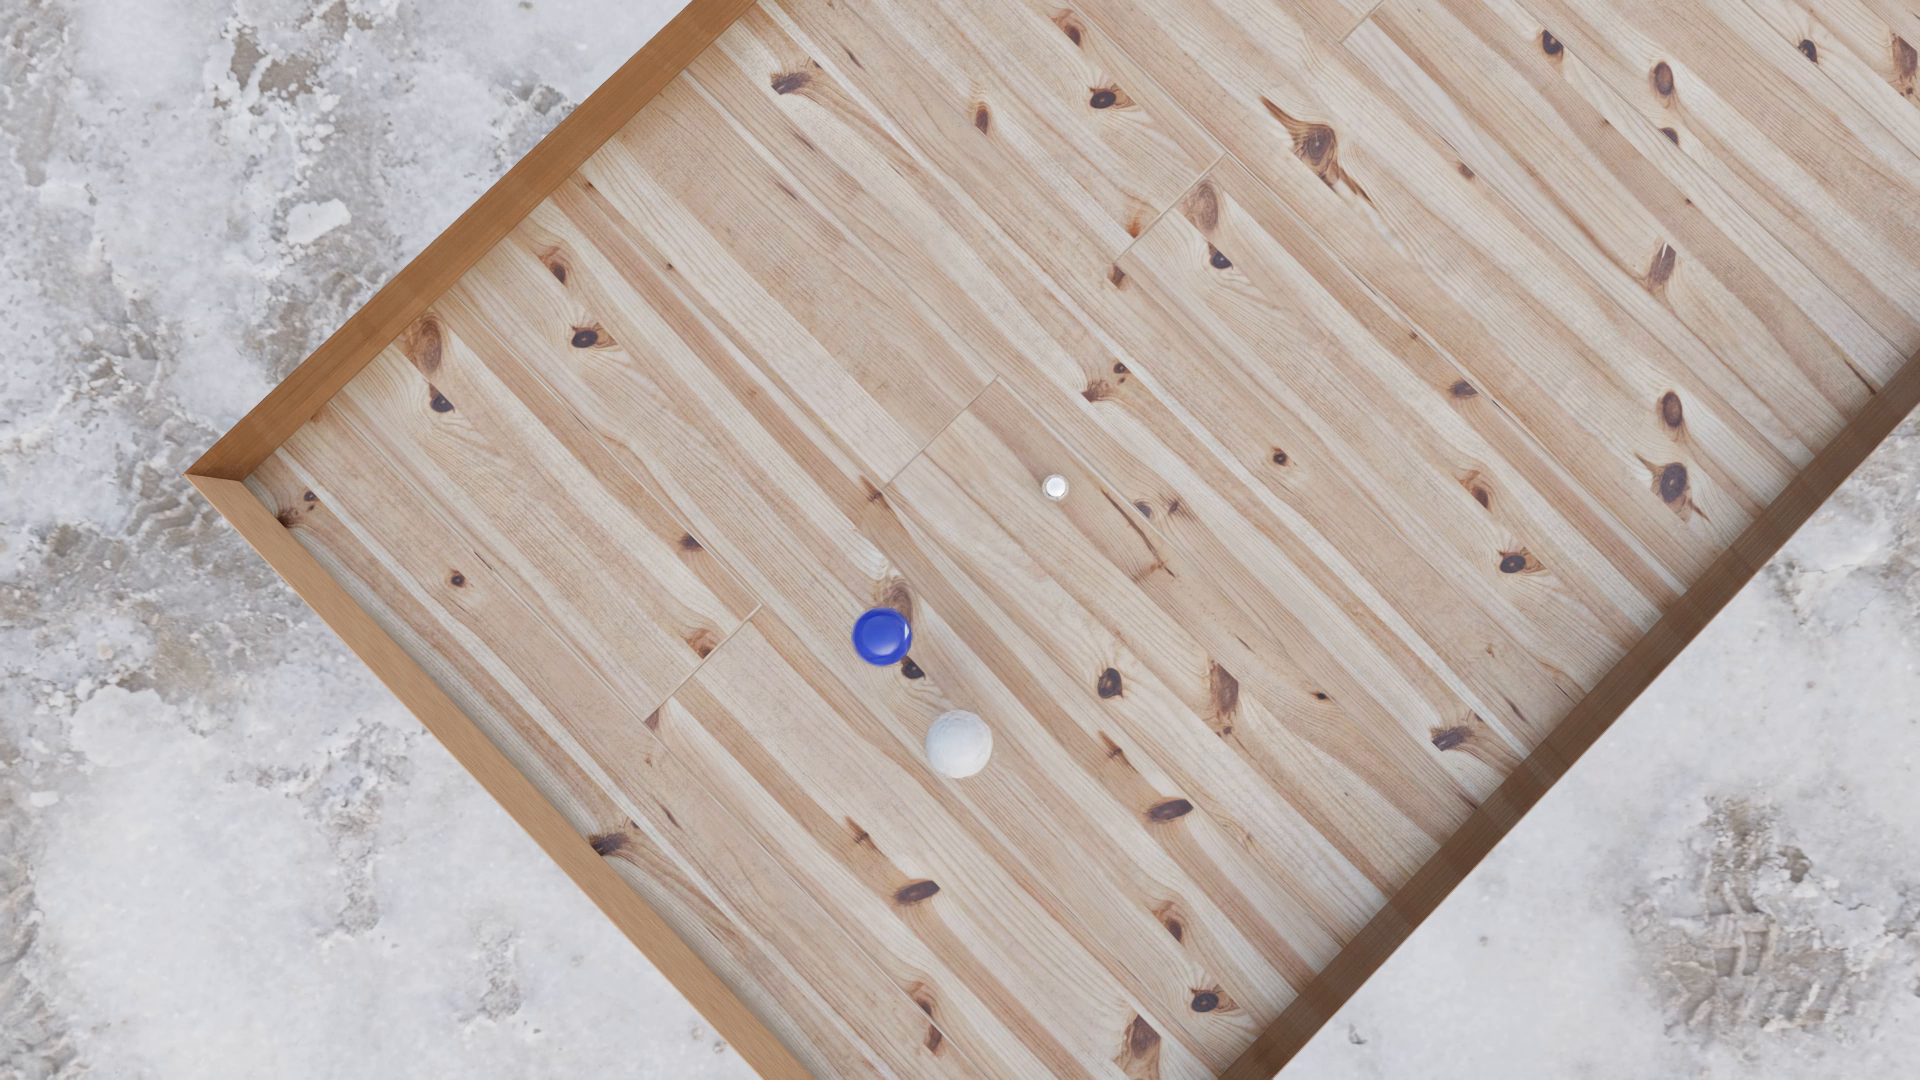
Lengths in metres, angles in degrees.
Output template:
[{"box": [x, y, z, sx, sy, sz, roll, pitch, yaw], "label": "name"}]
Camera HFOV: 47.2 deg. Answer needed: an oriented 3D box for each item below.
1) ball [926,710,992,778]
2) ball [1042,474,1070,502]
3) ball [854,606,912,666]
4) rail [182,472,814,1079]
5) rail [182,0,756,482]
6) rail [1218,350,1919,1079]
[{"box": [-0.001, 0.298, 3.213, 0.098, 0.098, 0.098, 0, 81, 0], "label": "ball"}, {"box": [0.144, -0.078, 3.301, 0.042, 0.042, 0.042, 0, 81, 0], "label": "ball"}, {"box": [-0.114, 0.142, 3.243, 0.087, 0.087, 0.087, 0, 81, 0], "label": "ball"}, {"box": [-0.509, 0.497, 3.165, 0.045, 0.128, 1.714, -45, 84, -6], "label": "rail"}, {"box": [-0.063, -1.105, 3.419, 2.969, 0.128, 0.045, -45, 84, -6], "label": "rail"}, {"box": [1.114, 0.061, 3.234, 2.969, 0.128, 0.045, -45, 84, -6], "label": "rail"}]
